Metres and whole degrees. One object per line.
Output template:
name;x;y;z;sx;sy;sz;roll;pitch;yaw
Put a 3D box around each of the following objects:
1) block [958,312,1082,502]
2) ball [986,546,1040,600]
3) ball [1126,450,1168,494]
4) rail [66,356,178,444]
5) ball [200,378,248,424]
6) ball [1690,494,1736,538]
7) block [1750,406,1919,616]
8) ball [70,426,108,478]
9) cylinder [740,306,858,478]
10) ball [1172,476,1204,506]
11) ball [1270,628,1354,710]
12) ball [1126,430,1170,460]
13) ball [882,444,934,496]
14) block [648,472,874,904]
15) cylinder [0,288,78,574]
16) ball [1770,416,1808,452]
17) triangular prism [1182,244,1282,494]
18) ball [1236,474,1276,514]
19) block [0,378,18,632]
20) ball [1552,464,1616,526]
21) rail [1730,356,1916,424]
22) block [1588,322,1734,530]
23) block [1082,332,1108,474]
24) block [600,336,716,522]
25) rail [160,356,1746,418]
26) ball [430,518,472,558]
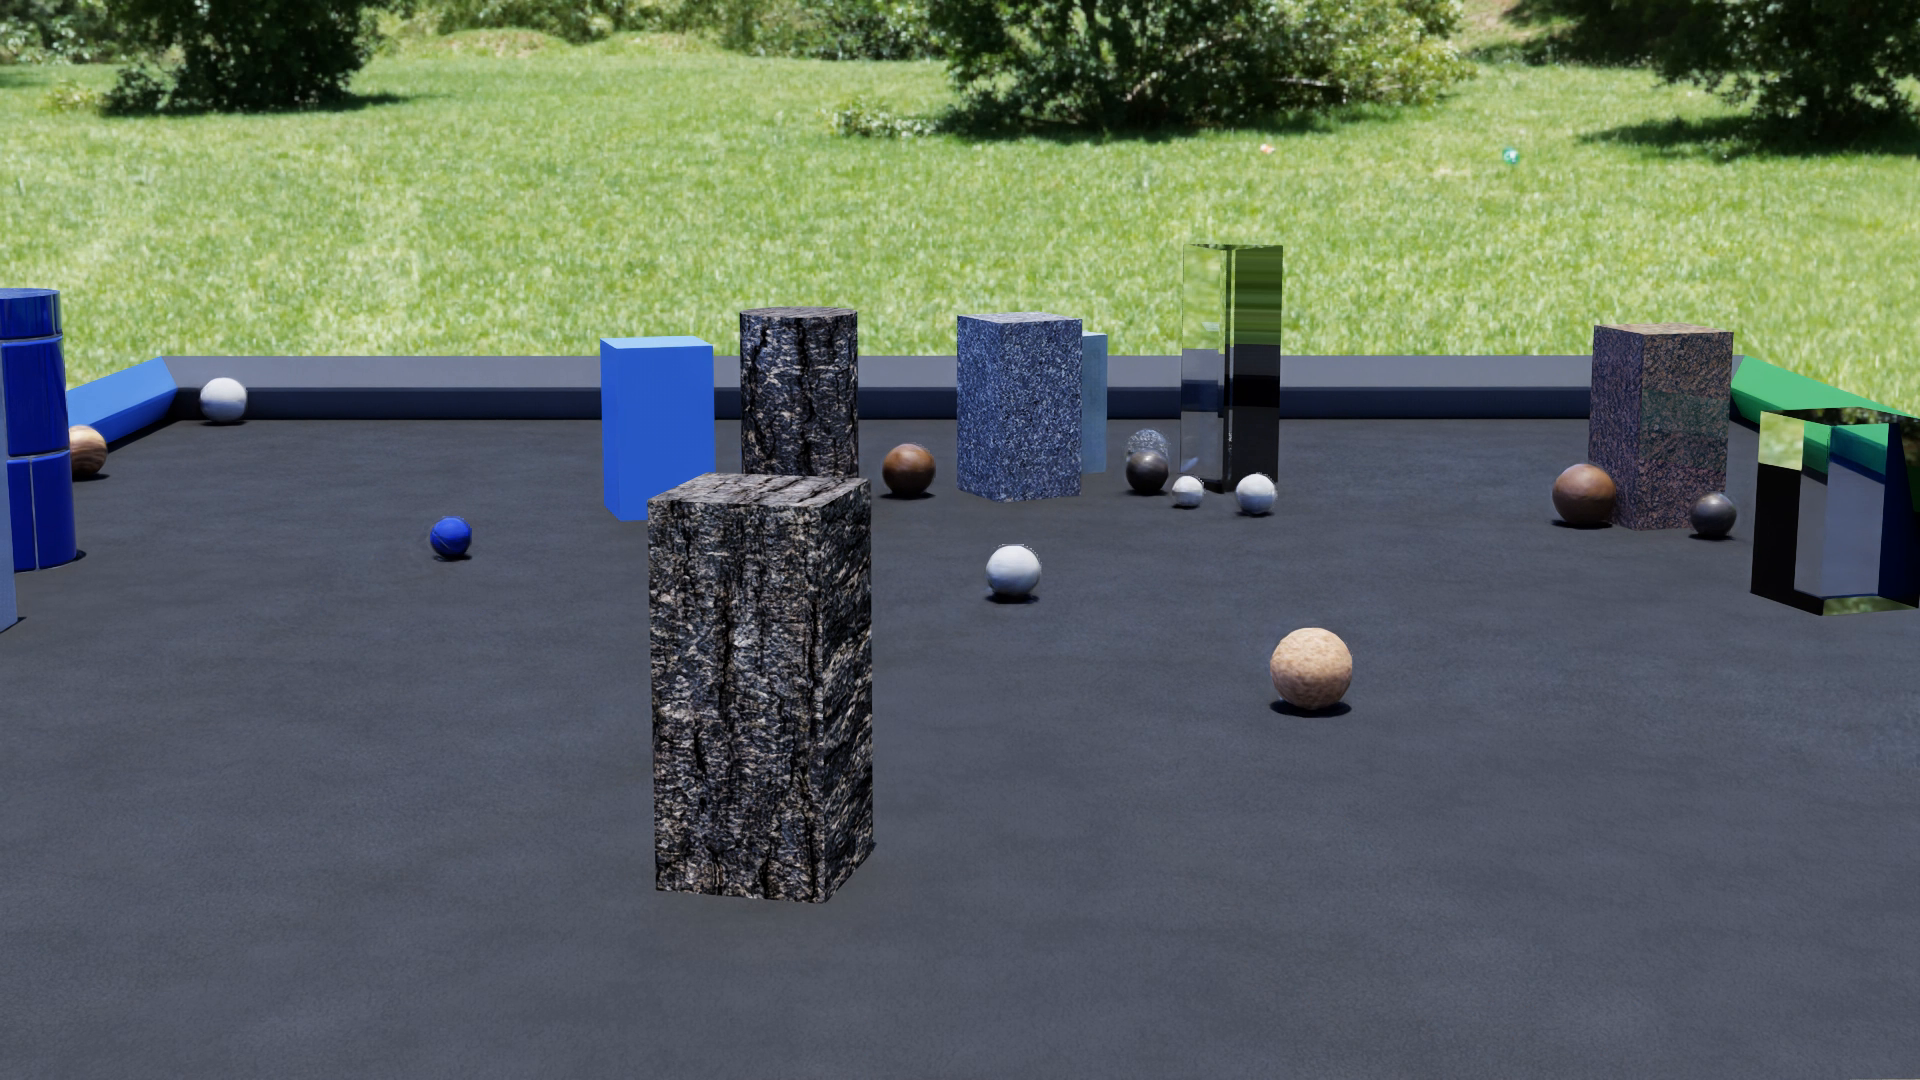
block;0.101;-0.231;4.398;0.157;0.303;0.157;-5;12;-27
ball;0.073;0.045;3.535;0.075;0.075;0.075;0;10;0
ball;0.322;-0.118;4.415;0.075;0.075;0.075;0;10;0
rail;-1.630;0.035;3.440;0.045;0.128;3.888;0;10;0
ball;-1.512;-0.286;5.265;0.095;0.095;0.095;0;10;0
ball;1.173;-0.038;3.998;0.069;0.069;0.069;0;10;0
block;1.202;-0.042;3.508;0.157;0.256;0.157;-3;11;-17
ball;-1.570;-0.157;4.576;0.093;0.093;0.093;0;10;0
cylinder;-0.270;-0.224;4.311;0.197;0.320;0.197;0;10;0
ball;0.380;-0.081;4.277;0.052;0.052;0.052;0;10;0
ball;0.402;0.147;2.933;0.094;0.094;0.094;0;10;0
ball;0.337;-0.159;4.625;0.079;0.079;0.079;0;10;0
ball;-0.089;-0.119;4.378;0.090;0.090;0.090;0;10;0
block;-0.177;0.129;2.317;0.157;0.354;0.157;3;11;13
cylinder;-1.412;-0.163;3.767;0.197;0.398;0.197;0;10;0
ball;1.575;-0.201;4.878;0.069;0.069;0.069;0;10;0
triangular prism;0.449;-0.305;4.488;0.148;0.417;0.170;9;14;41
ball;0.485;-0.075;4.207;0.066;0.066;0.066;0;10;0
block;-1.326;-0.057;3.287;0.157;0.366;0.157;0;10;-1
ball;0.999;-0.073;4.108;0.098;0.098;0.098;0;10;0
rail;1.630;0.031;3.458;0.045;0.128;3.888;0;10;0
block;1.123;-0.185;4.128;0.157;0.311;0.157;-3;11;-16
block;0.155;-0.249;4.642;0.157;0.250;0.157;-8;13;-36
block;-0.497;-0.186;4.218;0.157;0.280;0.157;-3;11;-17
rail;-0.011;-0.317;5.337;3.307;0.128;0.045;0;10;0
ball;-0.761;-0.003;3.833;0.061;0.061;0.061;0;10;0
